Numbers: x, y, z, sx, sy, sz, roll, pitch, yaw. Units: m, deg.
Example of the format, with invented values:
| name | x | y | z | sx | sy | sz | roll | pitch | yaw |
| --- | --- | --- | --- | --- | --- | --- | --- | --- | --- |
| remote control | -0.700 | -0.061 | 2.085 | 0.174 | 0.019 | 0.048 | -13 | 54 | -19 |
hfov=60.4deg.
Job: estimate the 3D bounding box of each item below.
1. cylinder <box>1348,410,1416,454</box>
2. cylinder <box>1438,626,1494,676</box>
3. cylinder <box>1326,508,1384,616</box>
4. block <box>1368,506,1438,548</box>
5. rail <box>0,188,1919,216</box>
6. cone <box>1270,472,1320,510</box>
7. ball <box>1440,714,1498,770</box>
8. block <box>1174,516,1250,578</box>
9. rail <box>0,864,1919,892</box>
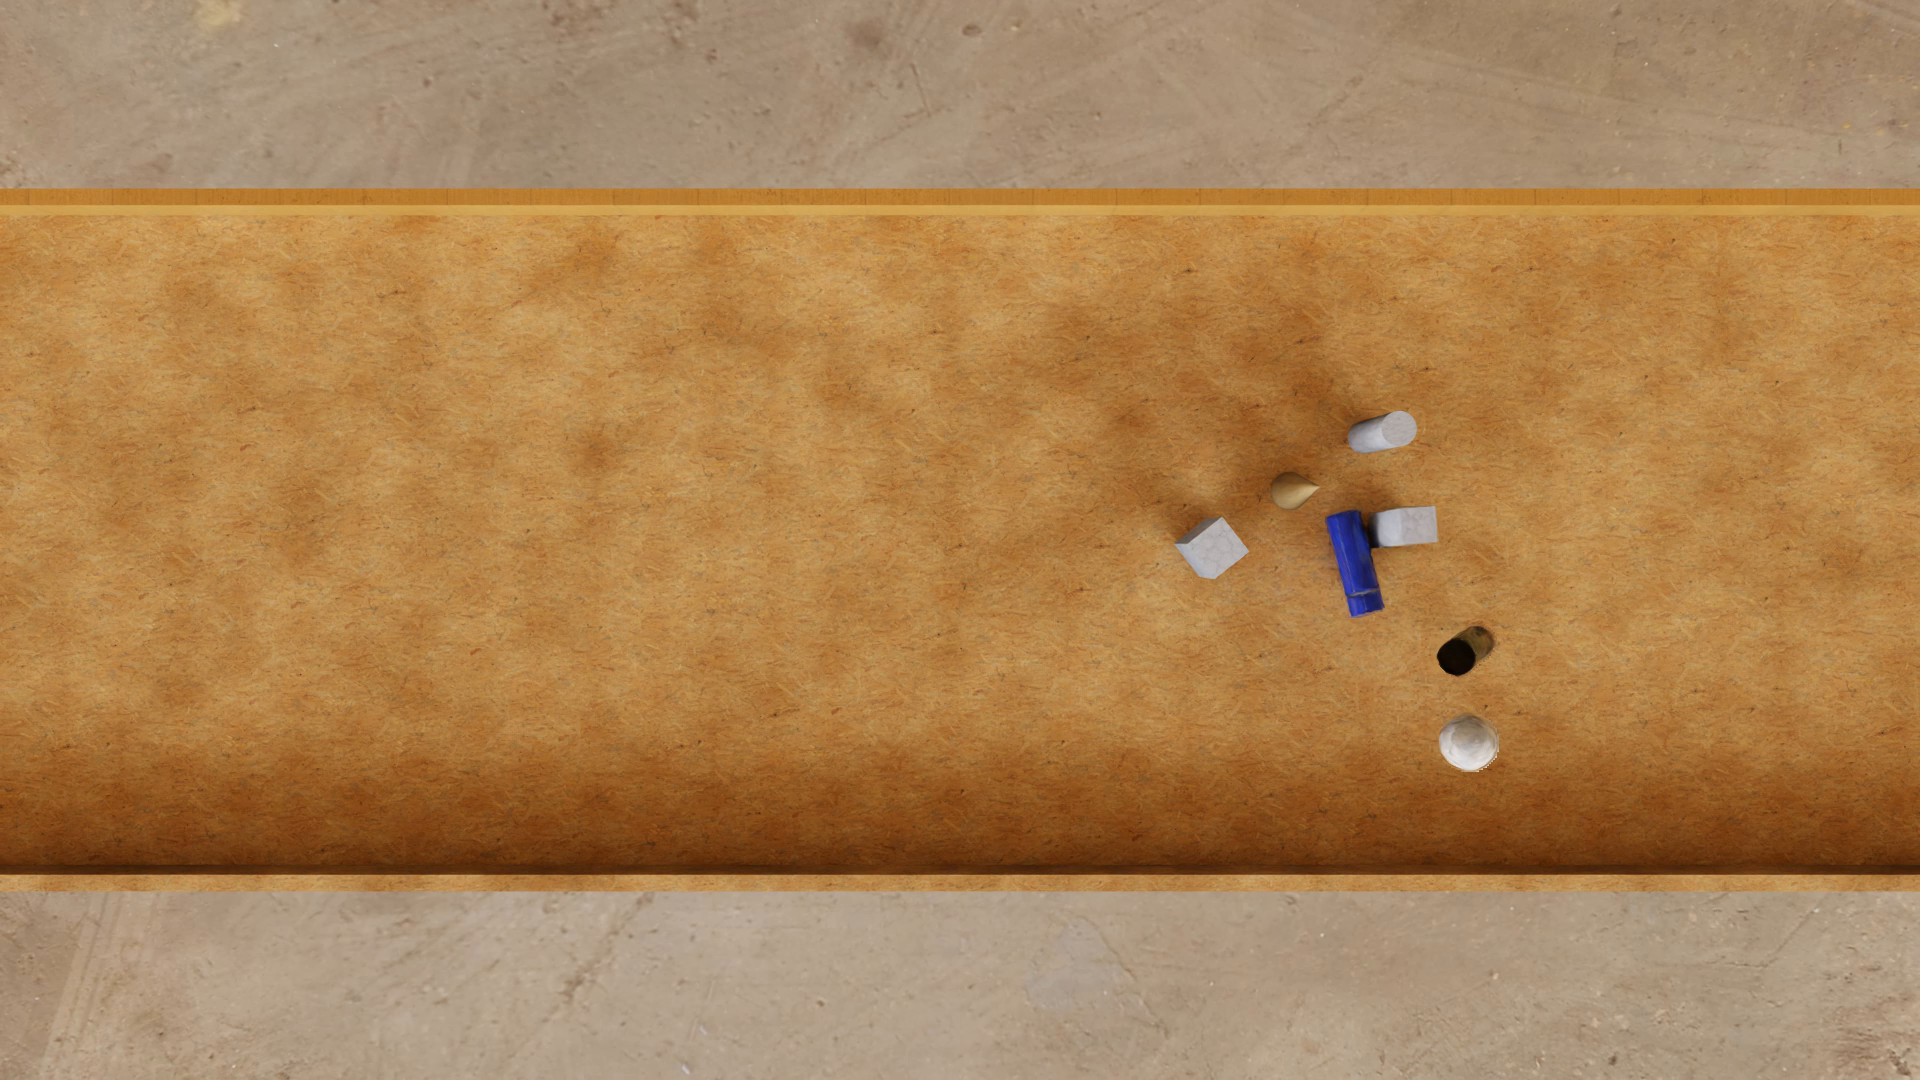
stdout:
| name | x | y | z | sx | sy | sz | roll | pitch | yaw |
| --- | --- | --- | --- | --- | --- | --- | --- | --- | --- |
| cylinder | 1.243 | -0.315 | 4.872 | 0.101 | 0.408 | 0.101 | 0 | 90 | 0 |
| cylinder | 1.497 | 0.324 | 4.868 | 0.103 | 0.412 | 0.103 | 1 | 93 | 25 |
| cylinder | 1.201 | 0.068 | 5.010 | 0.103 | 0.103 | 0.313 | -13 | 84 | 0 |
| block | 1.316 | -0.036 | 4.910 | 0.104 | 0.327 | 0.104 | -4 | 88 | -2 |
| rail | -2.247 | -1.025 | 5.002 | 12.000 | 0.150 | 0.050 | 0 | 90 | 0 |
| cone | 1.015 | -0.151 | 4.860 | 0.118 | 0.433 | 0.118 | 0 | 90 | 0 |
| ball | 1.480 | 0.589 | 4.805 | 0.162 | 0.162 | 0.162 | 0 | 90 | 0 |
| block | 0.748 | 0.023 | 4.925 | 0.129 | 0.303 | 0.129 | -38 | 90 | 0 |
| rail | -2.247 | 1.025 | 5.001 | 12.000 | 0.150 | 0.050 | 0 | 90 | 0 |
